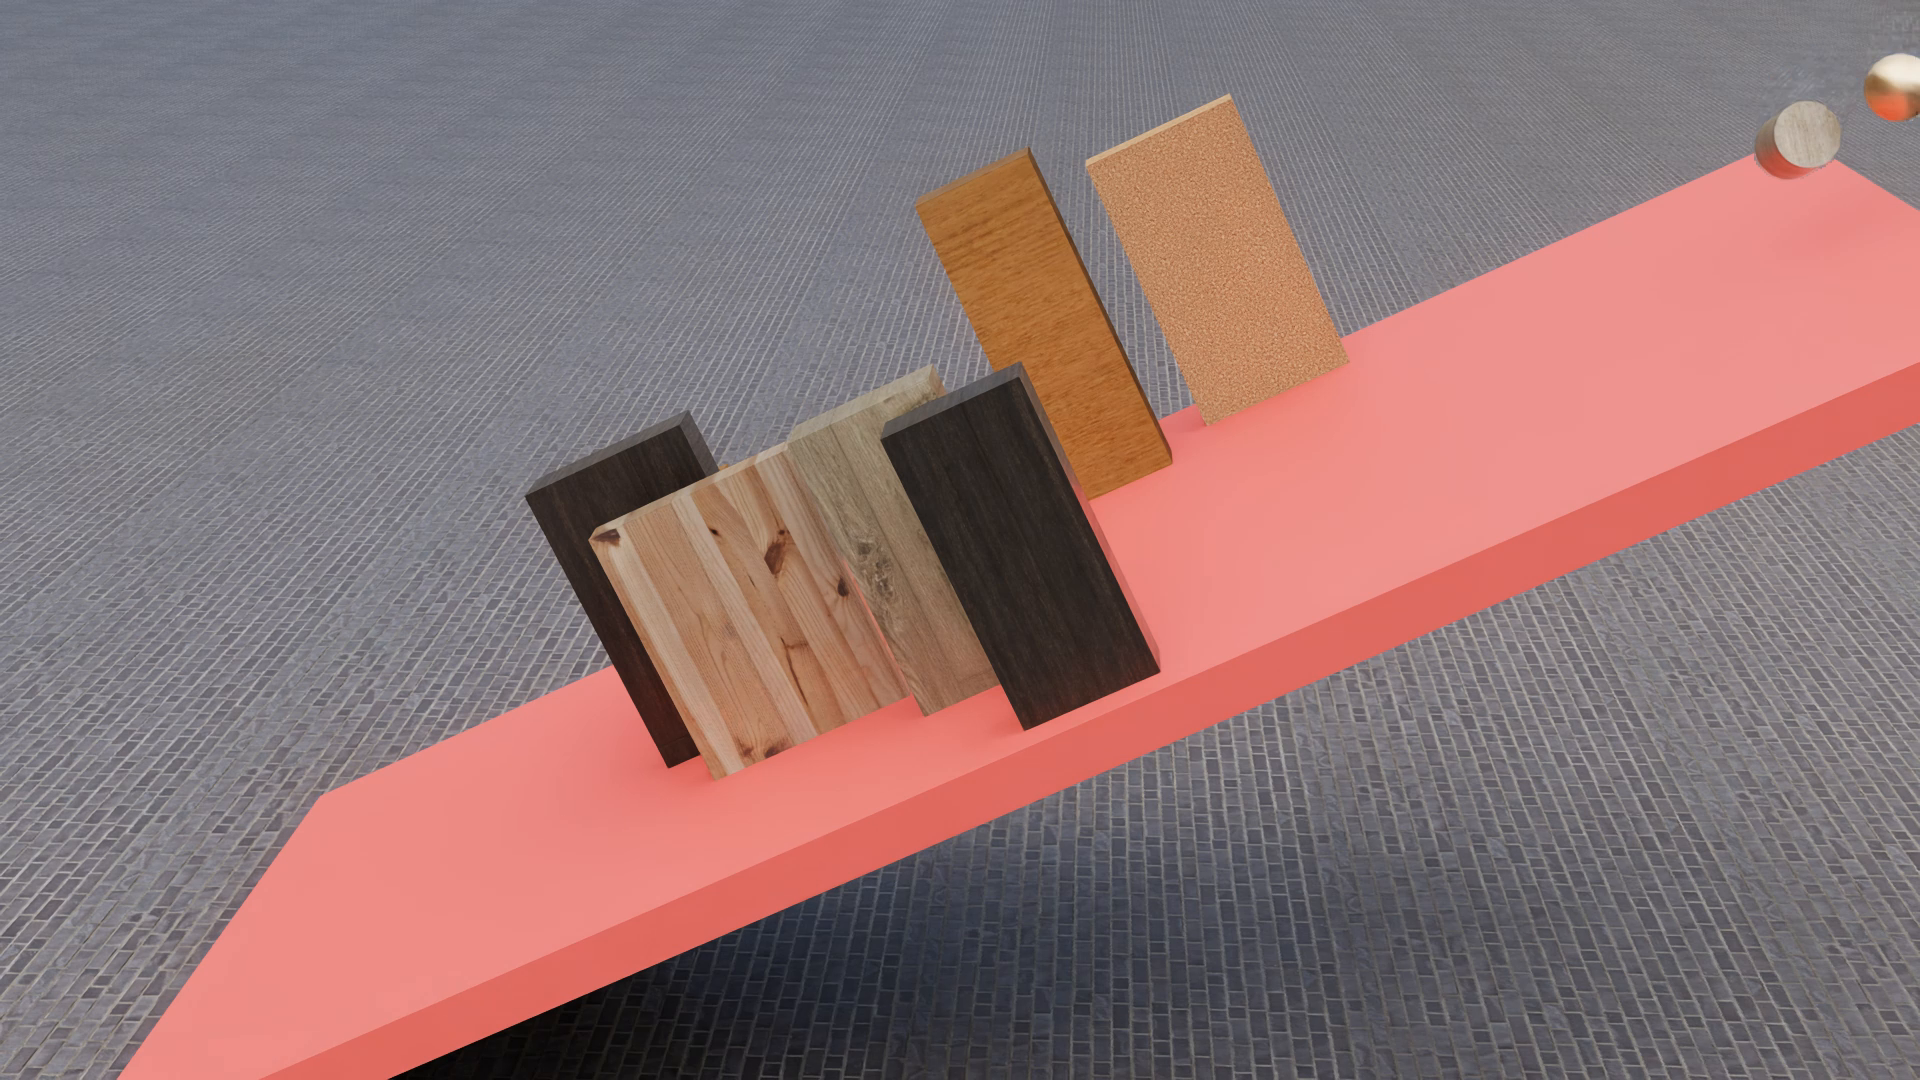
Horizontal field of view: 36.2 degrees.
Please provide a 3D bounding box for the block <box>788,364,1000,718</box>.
[{"bbox_3d":[-0.061,0.002,5.741,0.300,0.607,0.148,-24,13,9],"label":"block"}]

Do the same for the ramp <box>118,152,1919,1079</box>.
[{"bbox_3d":[0.136,0.169,6.282,4.000,0.100,2.000,-24,13,9],"label":"ramp"}]

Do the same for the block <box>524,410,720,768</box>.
[{"bbox_3d":[-0.597,0.106,6.230,0.364,0.662,0.138,-24,13,9],"label":"block"}]

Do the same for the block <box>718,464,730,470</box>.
[{"bbox_3d":[-0.582,0.113,6.624,0.348,0.460,0.105,-24,13,9],"label":"block"}]

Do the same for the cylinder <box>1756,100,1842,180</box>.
[{"bbox_3d":[1.691,-0.806,5.936,0.135,0.135,0.135,0,-3,-1],"label":"cylinder"}]

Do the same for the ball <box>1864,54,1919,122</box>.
[{"bbox_3d":[1.836,-0.885,5.752,0.131,0.131,0.131,0,16,0],"label":"ball"}]

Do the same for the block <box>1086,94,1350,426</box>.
[{"bbox_3d":[0.600,-0.648,6.838,0.365,0.675,0.097,-24,13,9],"label":"block"}]

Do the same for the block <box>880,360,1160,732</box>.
[{"bbox_3d":[0.114,0.013,5.366,0.275,0.607,0.132,-24,13,9],"label":"block"}]

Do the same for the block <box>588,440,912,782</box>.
[{"bbox_3d":[-0.420,0.145,5.962,0.444,0.565,0.093,-24,13,9],"label":"block"}]

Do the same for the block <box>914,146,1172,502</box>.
[{"bbox_3d":[0.195,-0.477,6.710,0.278,0.783,0.127,-24,13,9],"label":"block"}]
